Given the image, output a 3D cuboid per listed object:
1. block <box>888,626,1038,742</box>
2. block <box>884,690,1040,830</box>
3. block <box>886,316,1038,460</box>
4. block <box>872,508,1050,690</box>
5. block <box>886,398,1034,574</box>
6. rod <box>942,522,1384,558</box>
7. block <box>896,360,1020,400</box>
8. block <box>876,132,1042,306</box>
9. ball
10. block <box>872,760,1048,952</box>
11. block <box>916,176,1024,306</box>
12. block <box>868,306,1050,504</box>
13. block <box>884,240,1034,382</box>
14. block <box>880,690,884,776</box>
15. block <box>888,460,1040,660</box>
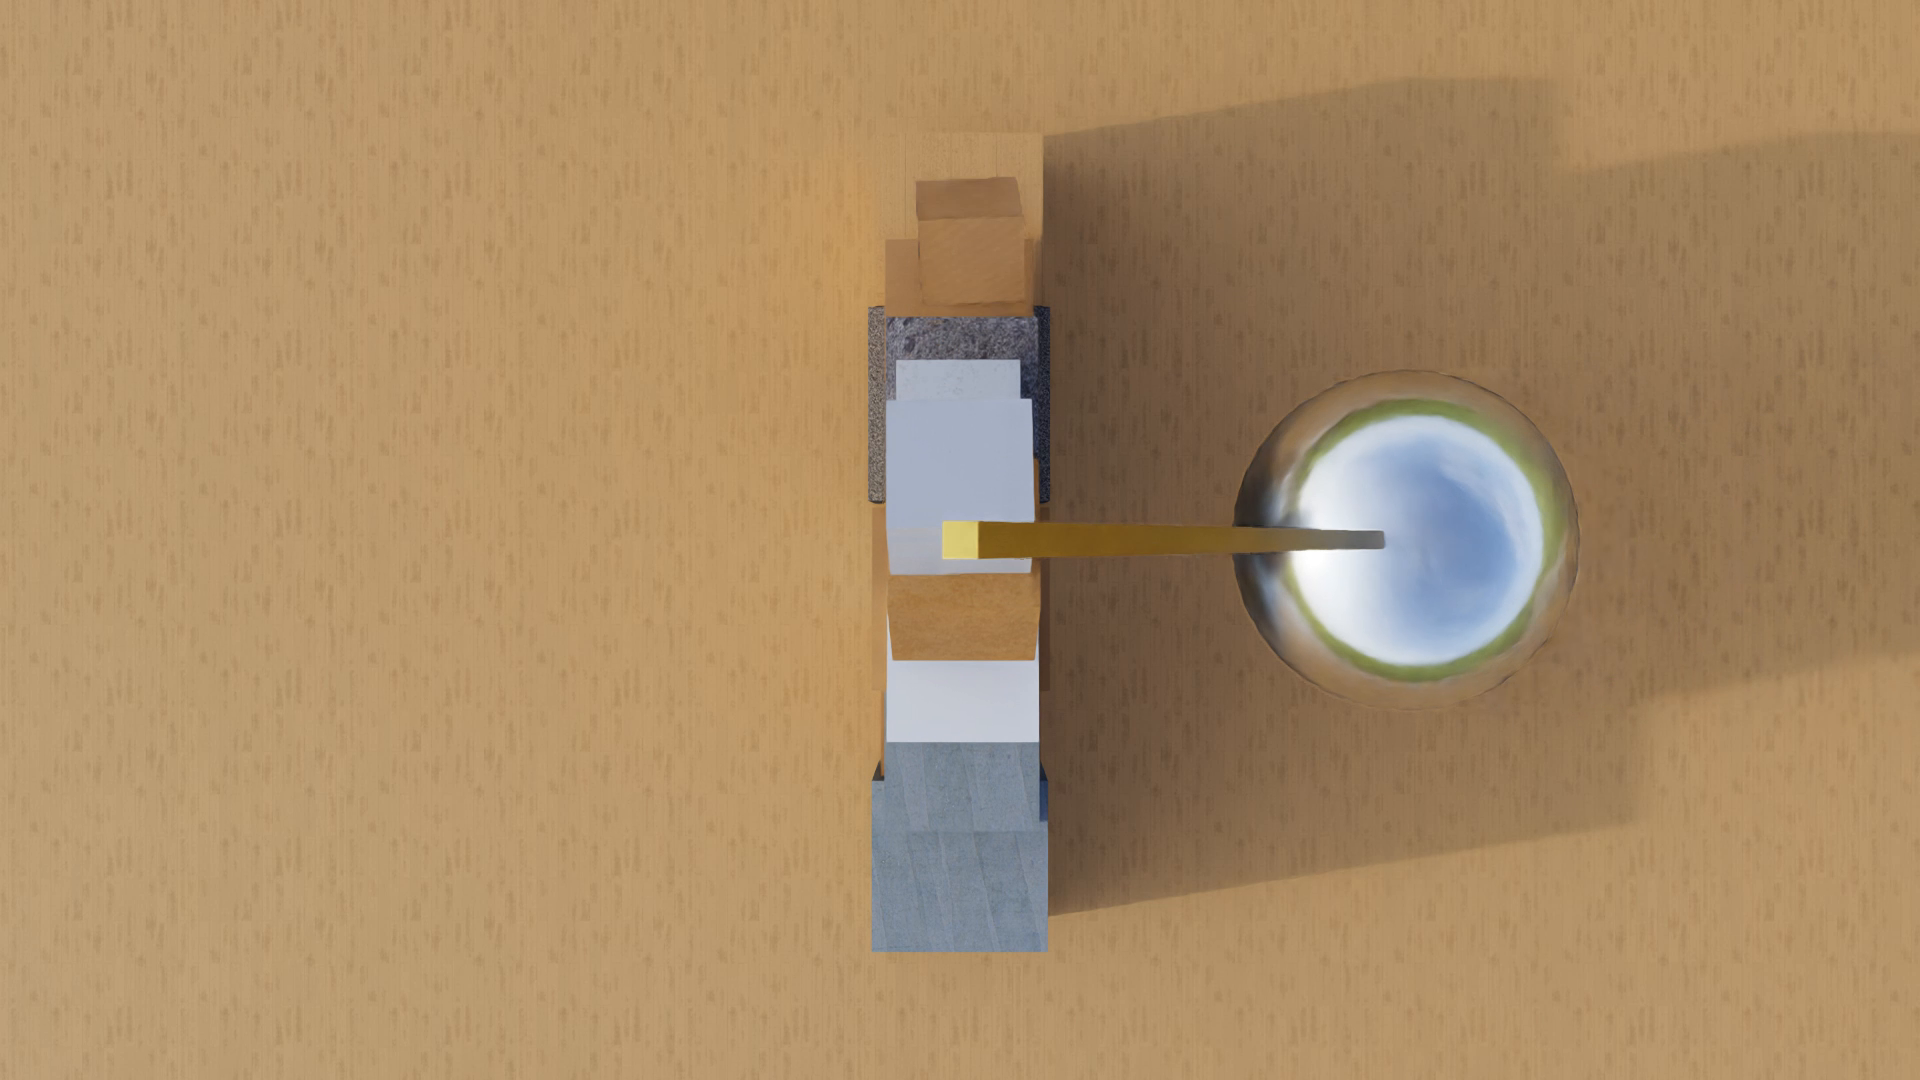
[{"bbox_3d":[0.014,0.602,10.905,0.726,0.744,0.764,0,87,0],"label":"block"},{"bbox_3d":[0.010,1.155,11.590,0.793,0.672,0.713,0,86,0],"label":"block"},{"bbox_3d":[0.010,-0.746,11.011,0.742,0.629,0.661,0,88,0],"label":"block"},{"bbox_3d":[0.004,0.323,11.691,0.914,0.800,0.941,0,87,0],"label":"block"},{"bbox_3d":[-0.001,-0.225,9.532,0.619,0.592,0.580,-1,70,0],"label":"block"},{"bbox_3d":[0.899,0.000,7.100,0.080,5.200,0.080,0,90,20],"label":"rod"},{"bbox_3d":[-0.008,-0.535,10.424,0.572,0.503,0.562,0,85,0],"label":"block"},{"bbox_3d":[-0.004,-1.759,12.530,0.917,0.939,0.949,0,90,0],"label":"block"},{"bbox_3d":[2.074,0.000,10.290,1.600,1.600,1.600,0,90,0],"label":"ball"},{"bbox_3d":[-0.001,1.770,12.458,0.957,1.085,0.928,0,90,0],"label":"block"},{"bbox_3d":[0.048,-1.475,10.819,0.502,0.514,0.440,-3,120,-1],"label":"block"},{"bbox_3d":[-0.005,-0.745,12.509,0.994,0.982,1.061,0,90,0],"label":"block"},{"bbox_3d":[-0.003,-1.176,11.677,0.767,0.675,0.736,0,89,0],"label":"block"},{"bbox_3d":[0.004,0.880,12.542,0.877,0.915,0.831,0,90,0],"label":"block"},{"bbox_3d":[0.017,0.105,10.157,0.674,0.808,0.698,0,70,0],"label":"block"}]
